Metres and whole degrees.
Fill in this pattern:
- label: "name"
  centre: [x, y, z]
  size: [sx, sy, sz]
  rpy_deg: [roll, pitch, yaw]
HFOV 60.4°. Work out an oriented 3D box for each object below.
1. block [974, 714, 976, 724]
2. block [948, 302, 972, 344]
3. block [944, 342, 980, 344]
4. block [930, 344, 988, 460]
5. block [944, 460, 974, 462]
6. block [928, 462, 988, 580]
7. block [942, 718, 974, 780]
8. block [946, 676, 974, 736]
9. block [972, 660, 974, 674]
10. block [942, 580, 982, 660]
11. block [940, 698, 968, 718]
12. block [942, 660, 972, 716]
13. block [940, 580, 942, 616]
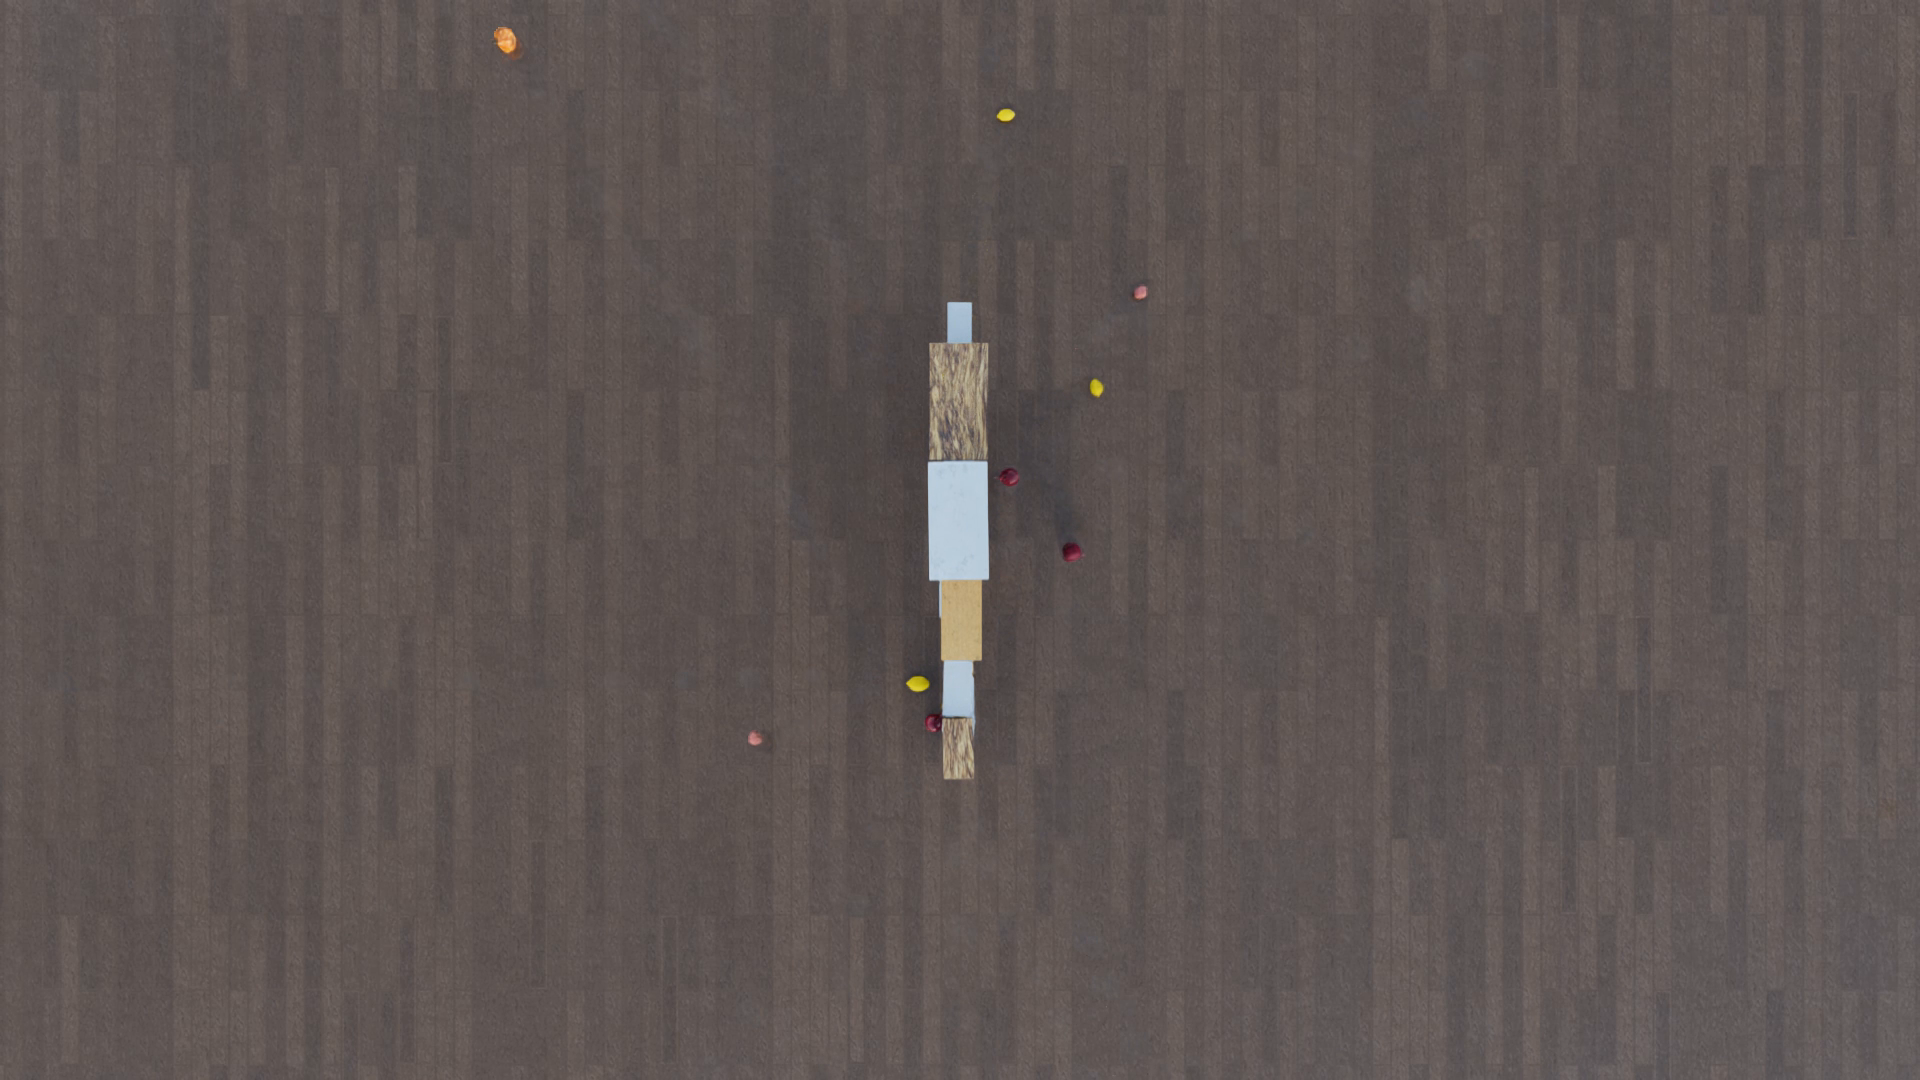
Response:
- label: "block"
  centre: [0.002, 0.588, 5.406]
  size: [0.094, 0.187, 0.027]
  rpy_deg: [9, 90, 0]
- label: "block"
  centre: [-0.001, -0.656, 5.071]
  size: [0.073, 0.021, 0.147]
  rpy_deg: [0, 90, 0]
- label: "block"
  centre: [0.002, -0.505, 5.245]
  size: [0.119, 0.034, 0.239]
  rpy_deg: [0, 90, 0]
- label: "block"
  centre: [-0.003, -0.406, 4.861]
  size: [0.171, 0.048, 0.342]
  rpy_deg: [0, 90, 0]
- label: "block"
  centre: [-0.003, -0.287, 5.299]
  size: [0.094, 0.027, 0.188]
  rpy_deg: [1, 90, 0]
- label: "block"
  centre: [-0.005, -0.056, 4.830]
  size: [0.172, 0.049, 0.345]
  rpy_deg: [-1, 90, 0]
- label: "block"
  centre: [-0.005, 0.643, 5.088]
  size: [0.093, 0.026, 0.185]
  rpy_deg: [-1, 90, 0]
- label: "block"
  centre: [-0.001, 0.534, 5.299]
  size: [0.094, 0.027, 0.187]
  rpy_deg: [0, 90, 0]
- label: "block"
  centre: [-0.003, 0.340, 5.302]
  size: [0.092, 0.026, 0.185]
  rpy_deg: [0, 90, 0]
- label: "block"
  centre: [0.004, 0.239, 4.942]
  size: [0.120, 0.034, 0.240]
  rpy_deg: [0, 90, 0]
- label: "block"
  centre: [-0.020, 0.534, 5.199]
  size: [0.087, 0.174, 0.025]
  rpy_deg: [33, 89, 0]
- label: "block"
  centre: [-0.008, 0.456, 5.100]
  size: [0.087, 0.025, 0.174]
  rpy_deg: [2, 90, 0]
- label: "block"
  centre: [0.001, 0.111, 5.218]
  size: [0.132, 0.037, 0.264]
  rpy_deg: [0, 90, 0]
